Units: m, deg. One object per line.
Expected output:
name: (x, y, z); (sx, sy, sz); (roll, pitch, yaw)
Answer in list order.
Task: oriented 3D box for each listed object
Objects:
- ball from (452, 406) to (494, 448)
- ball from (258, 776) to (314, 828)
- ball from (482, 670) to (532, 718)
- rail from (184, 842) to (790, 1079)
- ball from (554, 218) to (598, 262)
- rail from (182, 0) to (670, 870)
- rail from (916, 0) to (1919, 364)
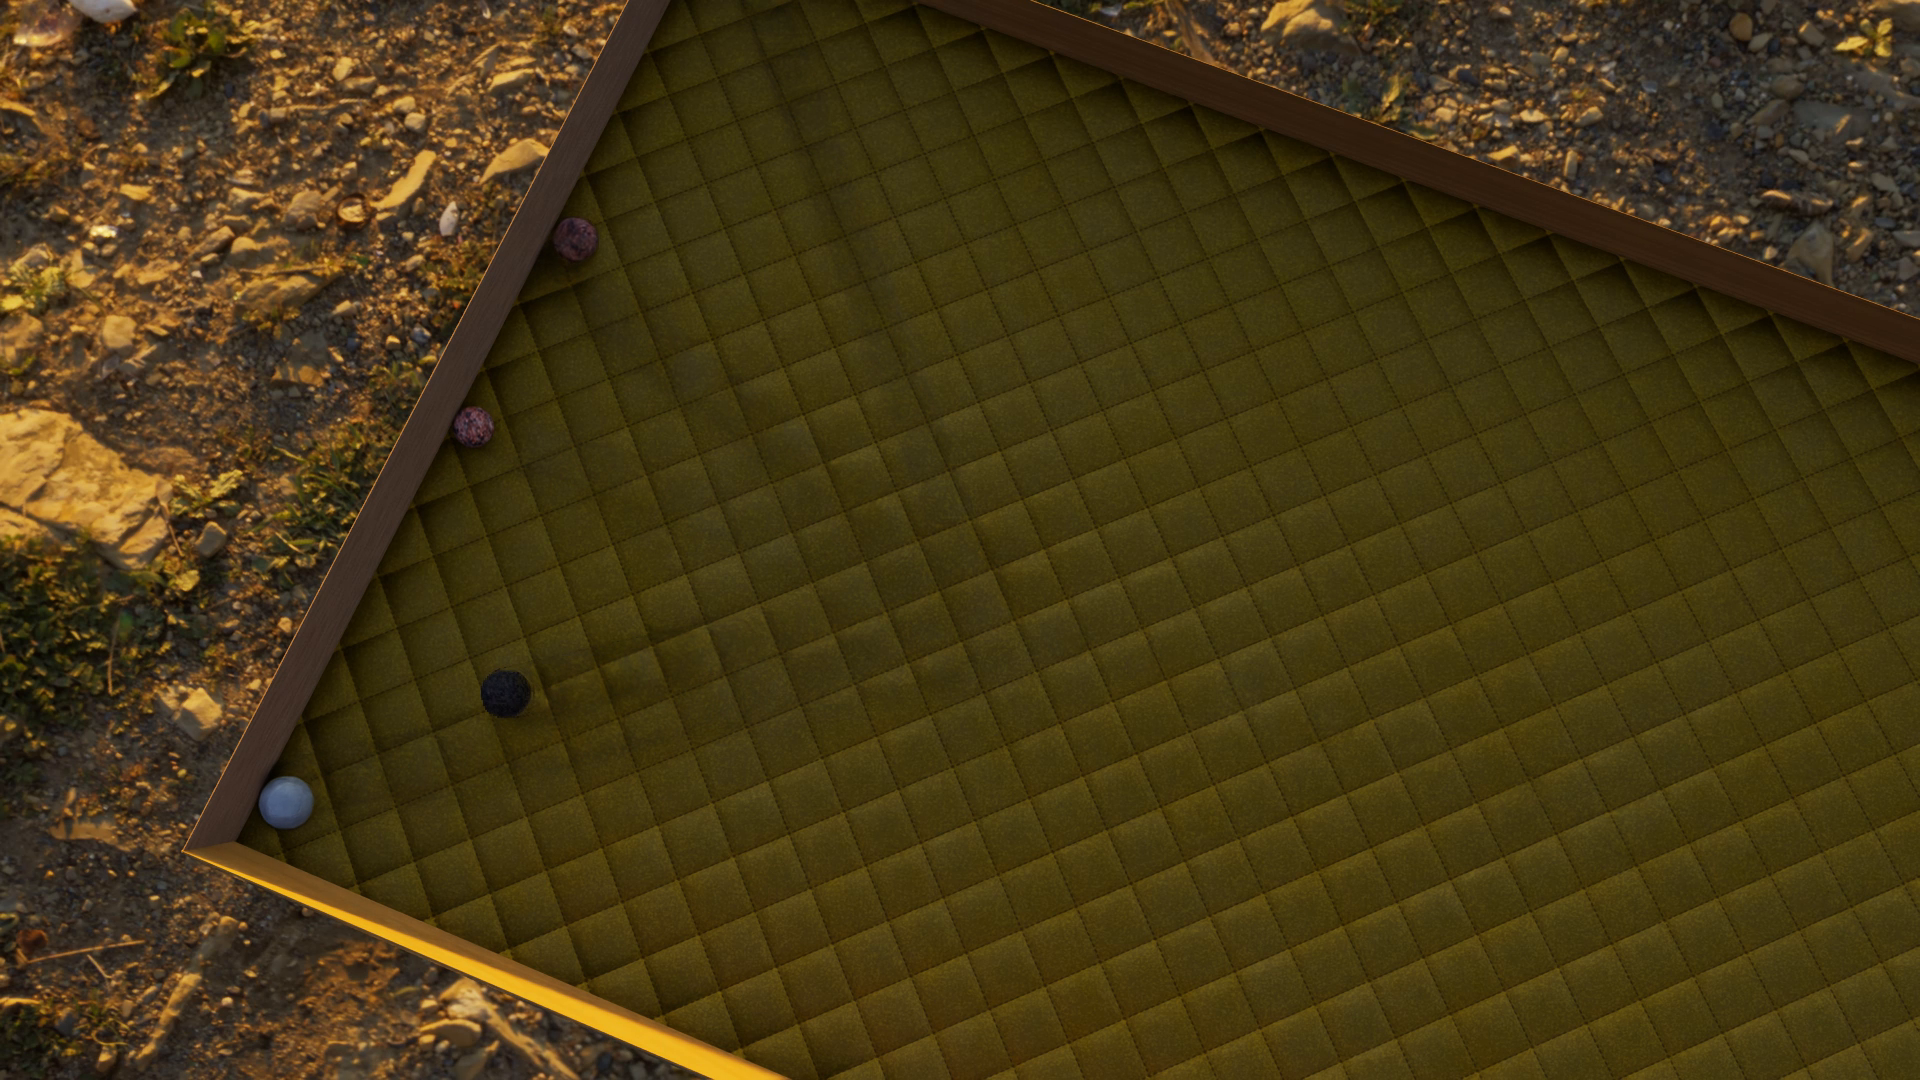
ball: (-0.766, -0.178, 3.461); (0.064, 0.064, 0.064); (0, 72, 0)
ball: (-1.001, 0.390, 3.269); (0.079, 0.079, 0.079); (0, 72, 0)
ball: (-0.684, 0.232, 3.324); (0.072, 0.072, 0.072); (0, 72, 0)
rail: (0.460, 1.065, 3.036); (3.414, 0.102, 0.045); (21, 73, 7)
ball: (-0.622, -0.485, 3.557); (0.071, 0.071, 0.071); (0, 72, 0)
rail: (-0.767, -0.305, 3.481); (0.045, 0.102, 1.778); (21, 73, 7)
rail: (1.119, -0.457, 3.530); (3.414, 0.102, 0.045); (21, 73, 7)
